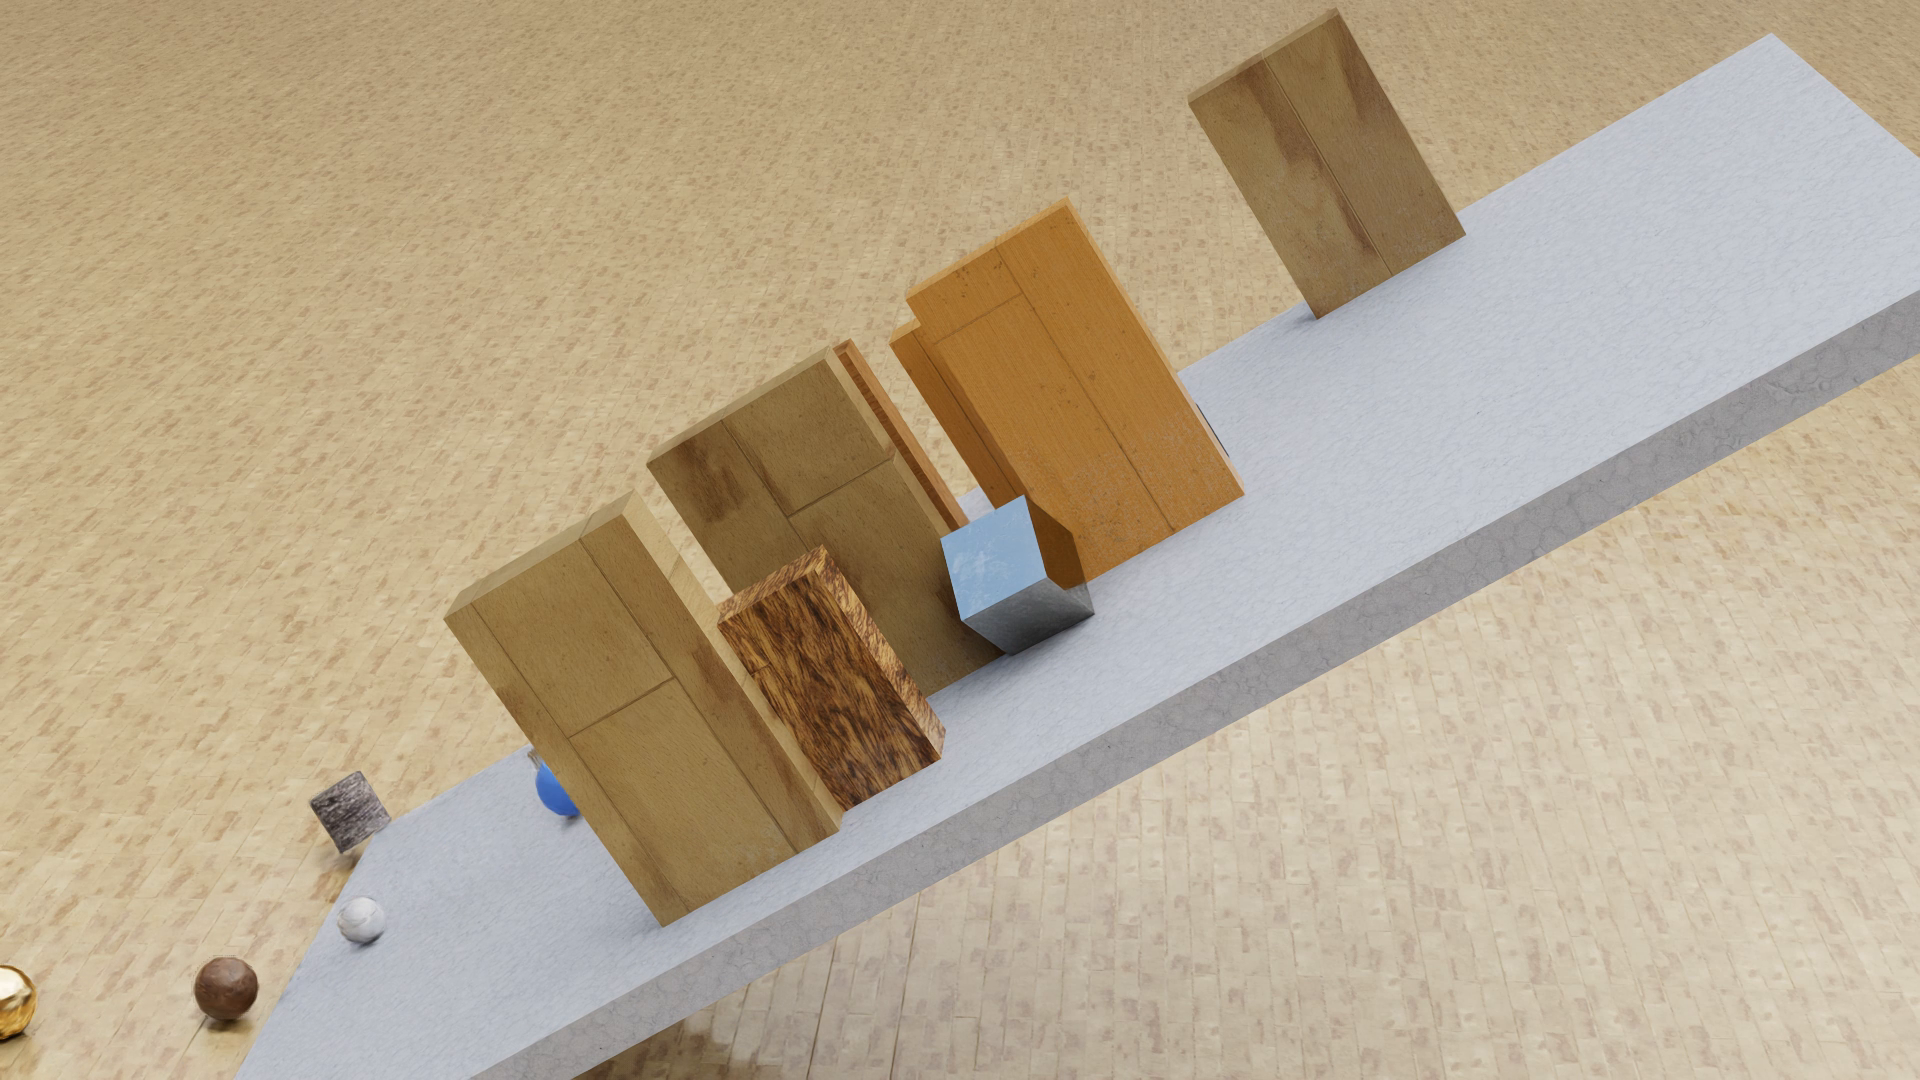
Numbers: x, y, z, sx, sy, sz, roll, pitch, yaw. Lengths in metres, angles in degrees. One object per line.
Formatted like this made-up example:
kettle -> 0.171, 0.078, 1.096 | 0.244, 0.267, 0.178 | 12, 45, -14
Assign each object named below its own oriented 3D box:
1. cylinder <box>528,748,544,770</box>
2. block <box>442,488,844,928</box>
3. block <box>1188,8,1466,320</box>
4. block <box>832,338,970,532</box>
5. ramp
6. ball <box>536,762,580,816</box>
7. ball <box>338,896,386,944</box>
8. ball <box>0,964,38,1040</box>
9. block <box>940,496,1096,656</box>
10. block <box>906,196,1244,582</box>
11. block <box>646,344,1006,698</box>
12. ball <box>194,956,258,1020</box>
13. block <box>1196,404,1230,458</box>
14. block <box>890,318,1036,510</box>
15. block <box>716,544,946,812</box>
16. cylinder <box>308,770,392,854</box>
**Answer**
cylinder -> -0.930, 0.525, 6.932 | 0.127, 0.127, 0.127 | -31, 15, 9
block -> -0.597, 0.328, 5.647 | 0.410, 0.747, 0.147 | -30, 15, 13
block -> 0.843, -0.862, 6.761 | 0.392, 0.592, 0.101 | -30, 15, 13
block -> -0.223, -0.164, 6.841 | 0.261, 0.545, 0.118 | -30, 15, 13
ramp -> 0.141, 0.169, 6.290 | 4.000, 0.100, 2.000 | -30, 15, 13
ball -> -0.888, 0.552, 6.703 | 0.155, 0.155, 0.155 | 0, 20, 0
ball -> -1.379, 0.877, 6.777 | 0.109, 0.109, 0.109 | 0, 20, 0
ball -> -2.220, 1.067, 6.791 | 0.173, 0.173, 0.173 | 0, 20, 0
block -> 0.116, 0.073, 5.899 | 0.200, 0.200, 0.200 | -28, 55, 19
block -> 0.239, -0.301, 6.002 | 0.378, 0.705, 0.081 | -30, 15, 13
block -> -0.258, 0.018, 5.993 | 0.429, 0.716, 0.102 | -30, 15, 13
ball -> -1.713, 1.046, 6.866 | 0.147, 0.147, 0.147 | 0, 20, 0
block -> 0.456, -0.187, 6.297 | 0.140, 0.140, 0.140 | -42, 17, -31
block -> 0.146, -0.281, 6.373 | 0.335, 0.581, 0.105 | -30, 15, 13
block -> -0.282, 0.289, 5.700 | 0.309, 0.451, 0.141 | -30, 15, 13
cylinder -> -1.590, 0.708, 7.669 | 0.156, 0.156, 0.156 | -32, 5, 3
